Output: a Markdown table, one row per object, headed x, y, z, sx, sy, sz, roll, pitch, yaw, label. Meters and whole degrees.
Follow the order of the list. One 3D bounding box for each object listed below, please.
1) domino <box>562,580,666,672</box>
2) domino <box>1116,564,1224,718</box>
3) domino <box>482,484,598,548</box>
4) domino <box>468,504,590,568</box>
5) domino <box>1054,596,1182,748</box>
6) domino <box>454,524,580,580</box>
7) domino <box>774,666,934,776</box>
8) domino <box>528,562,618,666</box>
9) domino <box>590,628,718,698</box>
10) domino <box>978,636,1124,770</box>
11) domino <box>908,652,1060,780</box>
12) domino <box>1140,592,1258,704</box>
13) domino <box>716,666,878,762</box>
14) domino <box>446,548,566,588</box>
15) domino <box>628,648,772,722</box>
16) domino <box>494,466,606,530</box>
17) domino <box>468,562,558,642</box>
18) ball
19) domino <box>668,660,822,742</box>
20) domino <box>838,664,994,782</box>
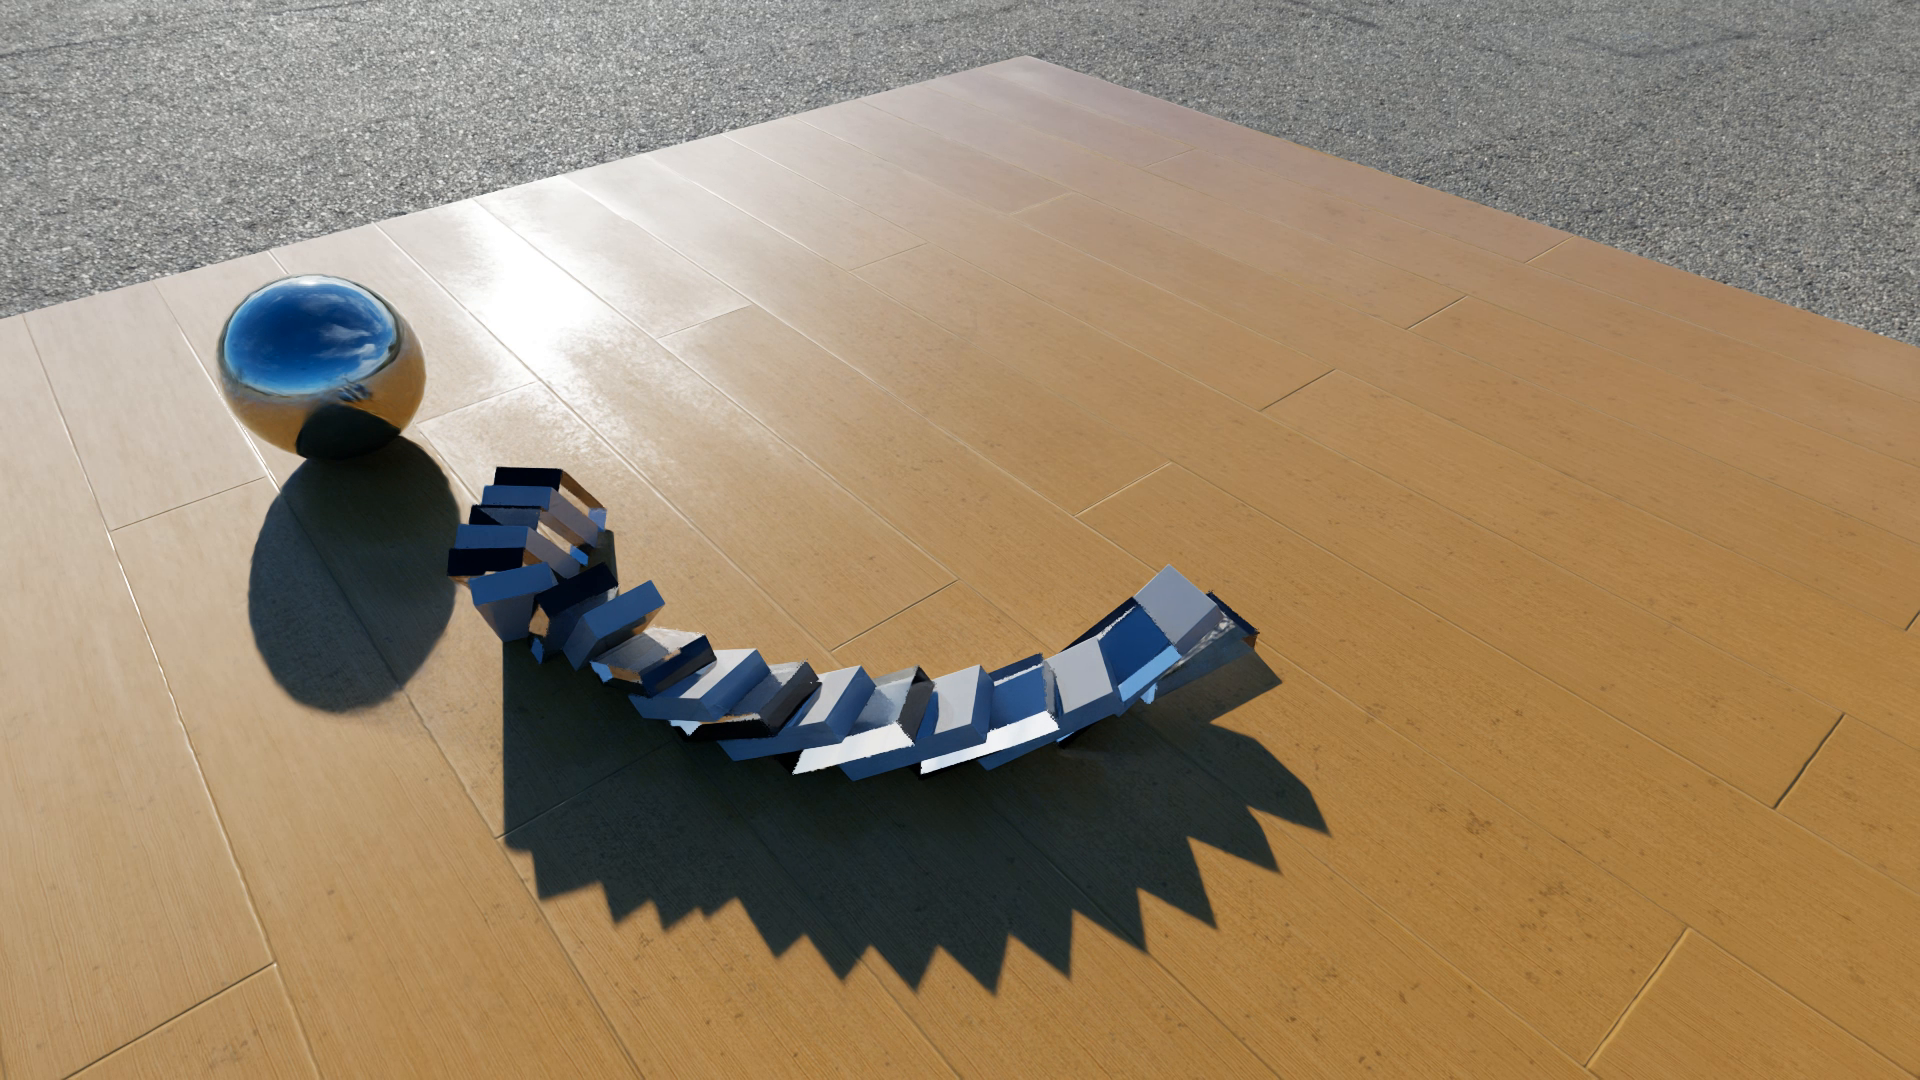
| x | y | z | sx | sy | sz | roll | pitch | yaw | label |
| --- | --- | --- | --- | --- | --- | --- | --- | --- | --- |
| -0.120 | 0.030 | 0.379 | 0.025 | 0.050 | 0.009 | -31 | 88 | -32 | domino |
| 0.064 | 0.034 | 0.380 | 0.050 | 0.009 | 0.025 | -43 | 49 | -1 | domino |
| -0.161 | -0.008 | 0.424 | 0.025 | 0.050 | 0.010 | 2 | 74 | 2 | domino |
| -0.162 | -0.001 | 0.415 | 0.025 | 0.050 | 0.009 | 2 | 74 | 2 | domino |
| 0.046 | 0.044 | 0.370 | 0.050 | 0.010 | 0.025 | -38 | 46 | 3 | domino |
| -0.162 | 0.006 | 0.406 | 0.025 | 0.050 | 0.009 | 2 | 74 | 2 | domino |
| -0.034 | 0.058 | 0.352 | 0.050 | 0.009 | 0.025 | -20 | 30 | 30 | domino |
| -0.135 | 0.026 | 0.382 | 0.025 | 0.050 | 0.010 | -31 | 82 | -32 | domino |
| -0.105 | 0.041 | 0.374 | 0.025 | 0.009 | 0.050 | -31 | 16 | -32 | domino |
| 0.027 | 0.053 | 0.360 | 0.050 | 0.009 | 0.025 | -27 | 38 | 13 | domino |
| 0.007 | 0.057 | 0.355 | 0.050 | 0.009 | 0.025 | -24 | 36 | 18 | domino |
| 0.080 | 0.038 | 0.397 | 0.050 | 0.009 | 0.025 | -22 | 44 | -24 | domino |
| -0.053 | 0.056 | 0.354 | 0.050 | 0.010 | 0.025 | -16 | 27 | 36 | domino |
| -0.161 | 0.014 | 0.397 | 0.025 | 0.050 | 0.010 | -1 | 74 | -2 | domino |
| -0.087 | 0.048 | 0.364 | 0.050 | 0.009 | 0.025 | -8 | 28 | 48 | domino |
| -0.160 | -0.016 | 0.433 | 0.025 | 0.050 | 0.009 | 2 | 74 | 2 | domino |
| -0.153 | 0.022 | 0.386 | 0.025 | 0.050 | 0.010 | -14 | 74 | -16 | domino |
| -0.276 | -0.075 | 0.479 | 0.080 | 0.080 | 0.080 | 0 | 39 | 0 | ball |
| -0.070 | 0.053 | 0.358 | 0.050 | 0.010 | 0.025 | -12 | 27 | 42 | domino |
| -0.014 | 0.059 | 0.353 | 0.050 | 0.009 | 0.025 | -21 | 33 | 24 | domino |
